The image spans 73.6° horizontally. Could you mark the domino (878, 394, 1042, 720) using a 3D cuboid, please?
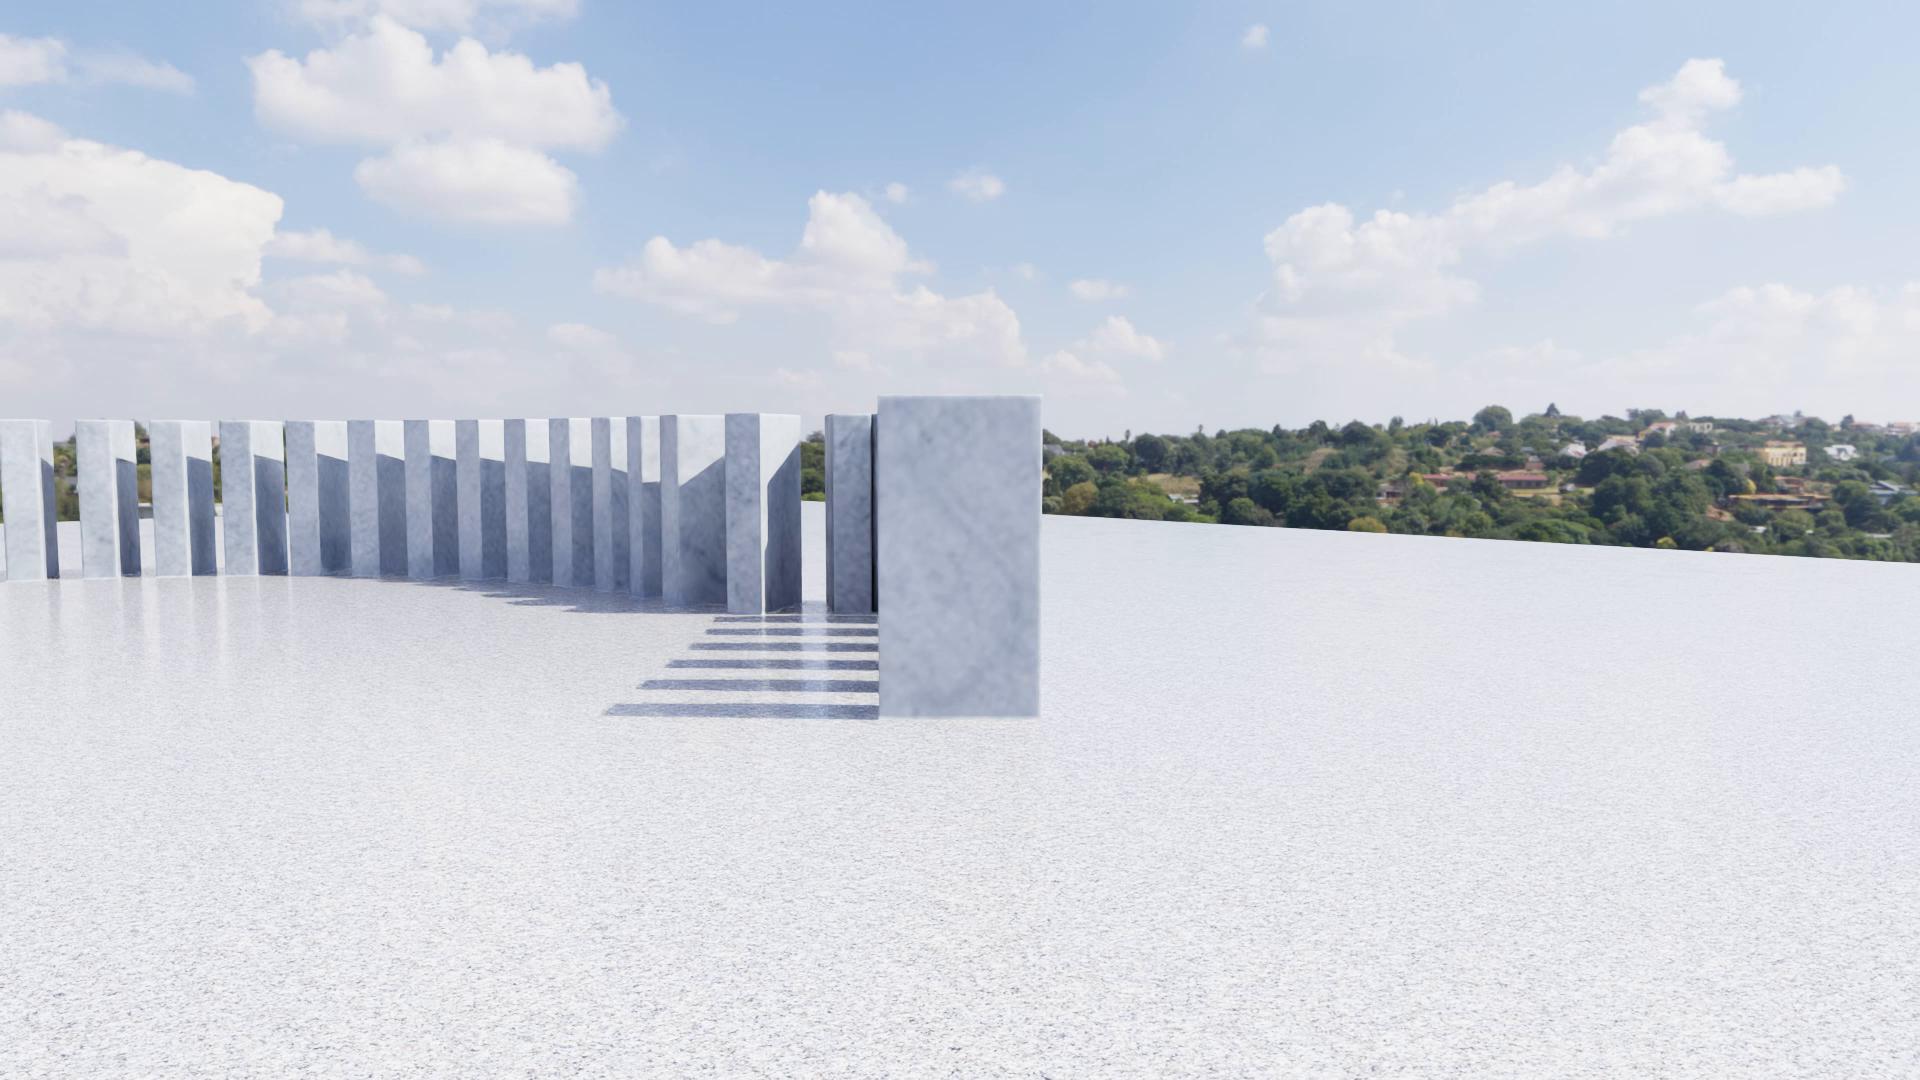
[{"bbox_3d":[0.000,0.002,0.201,0.025,0.050,0.010,0,4,0],"label":"domino"}]

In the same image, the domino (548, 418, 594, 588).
[{"bbox_3d":[-0.111,-0.012,0.391,0.009,0.050,0.025,3,5,36],"label":"domino"}]

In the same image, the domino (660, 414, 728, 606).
[{"bbox_3d":[-0.067,-0.008,0.345,0.025,0.050,0.010,-4,6,-40],"label":"domino"}]

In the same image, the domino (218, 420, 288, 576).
[{"bbox_3d":[-0.233,-0.014,0.423,0.009,0.050,0.025,0,4,-7],"label":"domino"}]

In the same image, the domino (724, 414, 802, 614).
[{"bbox_3d":[-0.050,-0.007,0.331,0.009,0.050,0.025,1,4,16],"label":"domino"}]

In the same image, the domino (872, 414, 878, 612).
[{"bbox_3d":[-0.010,-0.007,0.328,0.025,0.050,0.009,-3,5,-36],"label":"domino"}]

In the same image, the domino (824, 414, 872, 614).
[{"bbox_3d":[-0.029,-0.007,0.333,0.010,0.050,0.025,-1,4,-11],"label":"domino"}]

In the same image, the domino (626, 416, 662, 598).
[{"bbox_3d":[-0.080,-0.010,0.362,0.025,0.050,0.010,-3,5,-38],"label":"domino"}]

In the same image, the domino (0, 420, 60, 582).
[{"bbox_3d":[-0.295,-0.013,0.406,0.010,0.050,0.025,-2,5,-26],"label":"domino"}]

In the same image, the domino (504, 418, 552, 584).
[{"bbox_3d":[-0.129,-0.013,0.402,0.010,0.050,0.025,2,5,30],"label":"domino"}]

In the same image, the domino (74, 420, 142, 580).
[{"bbox_3d":[-0.275,-0.014,0.414,0.009,0.050,0.025,-1,5,-18],"label":"domino"}]

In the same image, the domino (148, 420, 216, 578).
[{"bbox_3d":[-0.254,-0.014,0.420,0.010,0.050,0.025,-1,4,-12],"label":"domino"}]

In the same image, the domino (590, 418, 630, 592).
[{"bbox_3d":[-0.094,-0.011,0.377,0.009,0.050,0.025,4,6,41],"label":"domino"}]

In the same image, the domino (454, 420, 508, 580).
[{"bbox_3d":[-0.148,-0.013,0.412,0.010,0.050,0.025,2,5,24],"label":"domino"}]

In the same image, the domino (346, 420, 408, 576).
[{"bbox_3d":[-0.190,-0.014,0.423,0.009,0.050,0.025,1,4,7],"label":"domino"}]

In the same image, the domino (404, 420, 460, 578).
[{"bbox_3d":[-0.169,-0.014,0.419,0.009,0.050,0.025,1,4,16],"label":"domino"}]

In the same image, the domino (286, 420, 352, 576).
[{"bbox_3d":[-0.211,-0.014,0.425,0.009,0.050,0.025,0,4,-1],"label":"domino"}]
